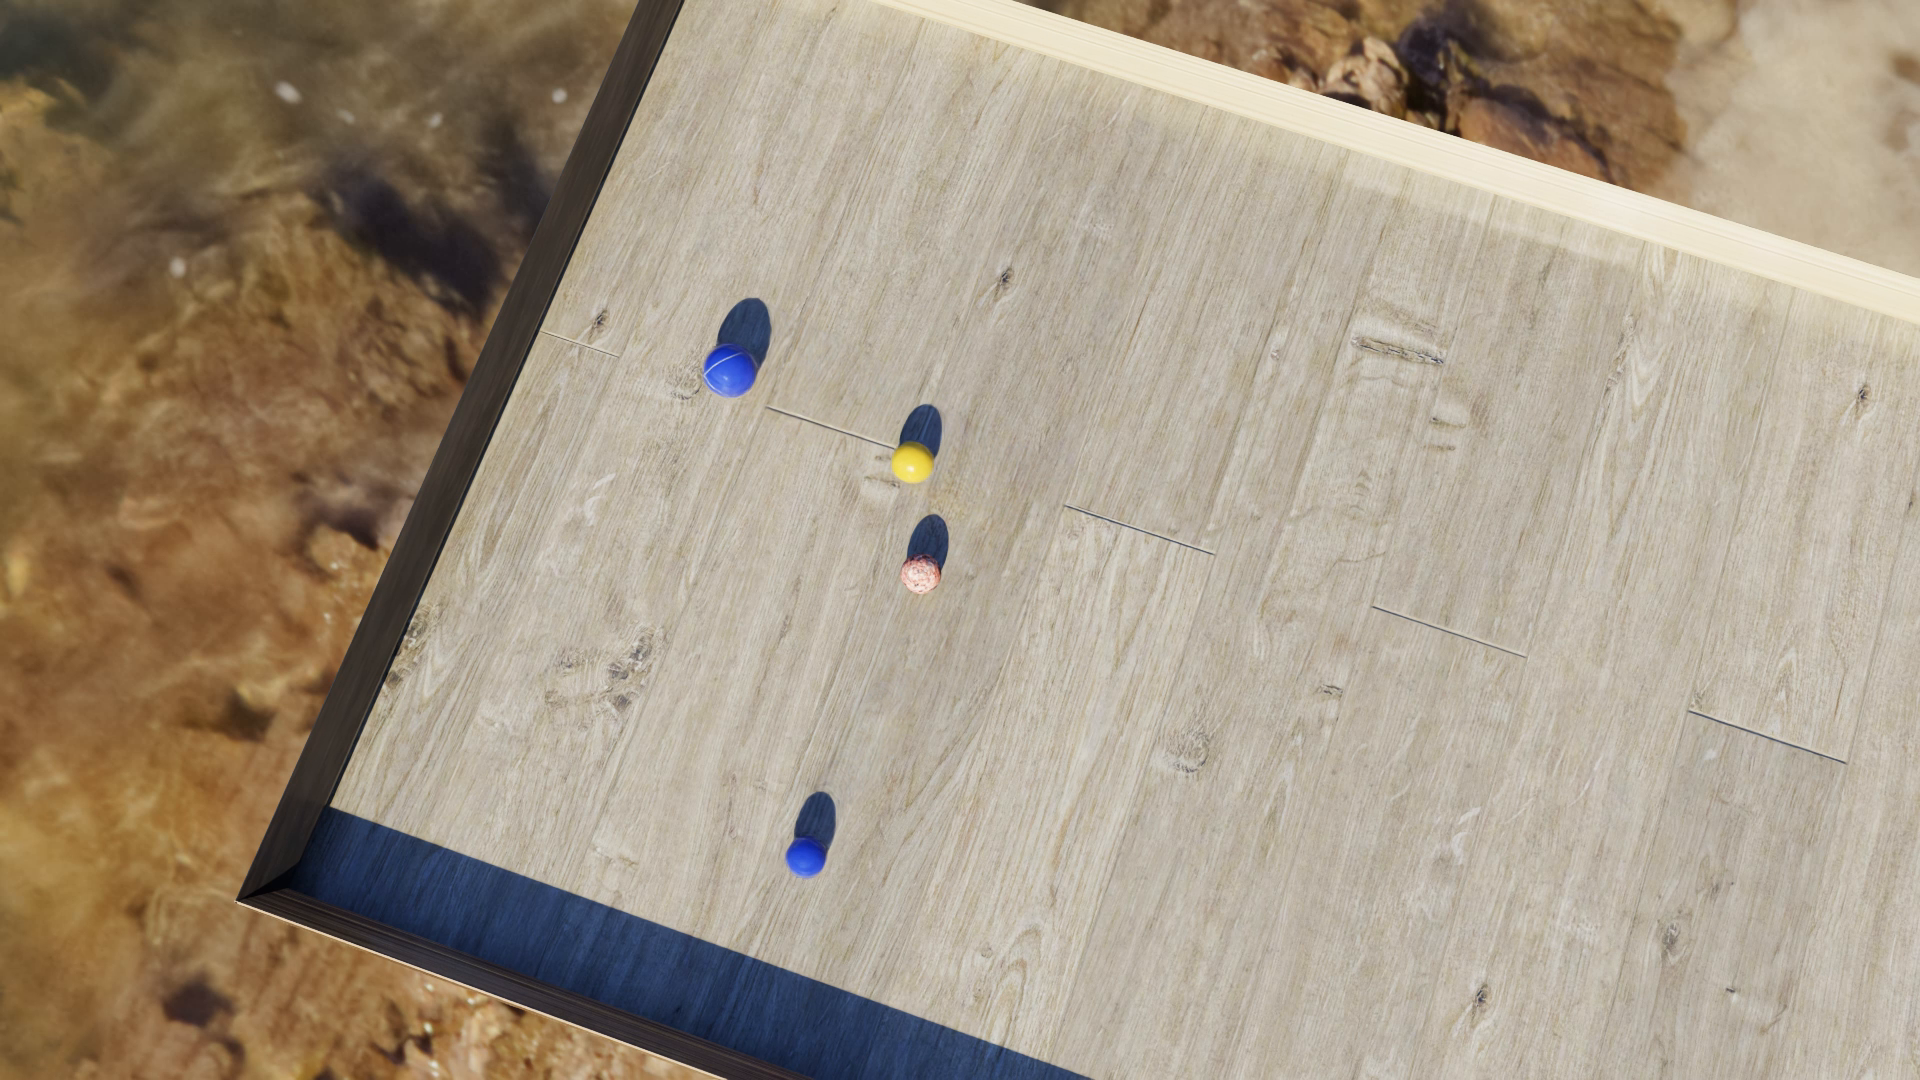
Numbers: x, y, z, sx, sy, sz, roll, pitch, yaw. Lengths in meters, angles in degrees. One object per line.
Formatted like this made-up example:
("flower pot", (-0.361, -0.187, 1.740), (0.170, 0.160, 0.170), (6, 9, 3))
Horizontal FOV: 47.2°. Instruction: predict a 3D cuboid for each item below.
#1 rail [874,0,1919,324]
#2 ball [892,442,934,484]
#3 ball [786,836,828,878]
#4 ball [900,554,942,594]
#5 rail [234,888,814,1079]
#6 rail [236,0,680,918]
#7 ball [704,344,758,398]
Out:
("rail", (1.032, -0.527, 3.538), (3.173, 0.111, 0.045), (18, 73, 6))
("ball", (-0.073, -0.121, 3.434), (0.066, 0.066, 0.066), (0, 72, 0))
("ball", (-0.226, 0.467, 3.250), (0.061, 0.061, 0.061), (0, 72, 0))
("ball", (-0.060, 0.052, 3.381), (0.063, 0.063, 0.063), (0, 72, 0))
("rail", (0.466, 1.013, 3.048), (3.173, 0.111, 0.045), (18, 73, 6))
("rail", (-0.726, -0.249, 3.450), (0.045, 0.111, 1.760), (18, 73, 6))
("ball", (-0.362, -0.267, 3.470), (0.086, 0.086, 0.086), (0, 72, 0))
